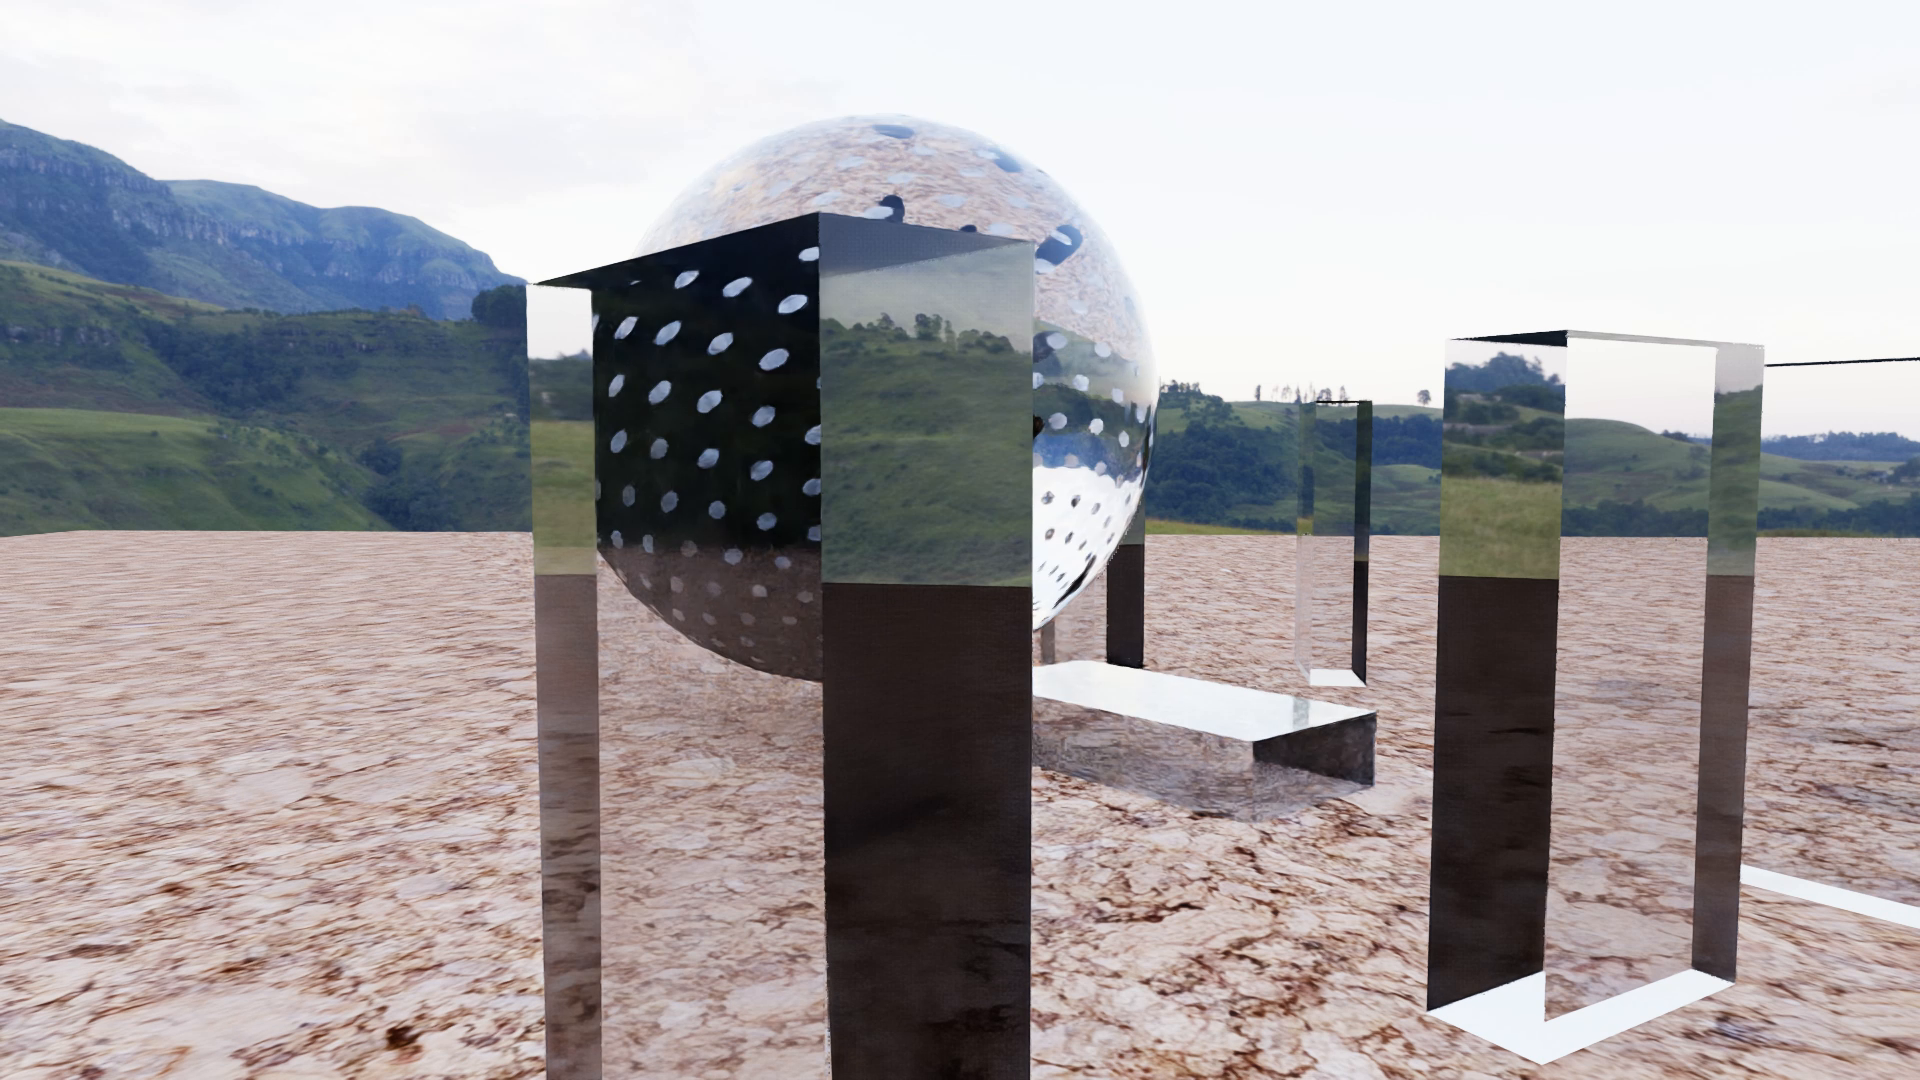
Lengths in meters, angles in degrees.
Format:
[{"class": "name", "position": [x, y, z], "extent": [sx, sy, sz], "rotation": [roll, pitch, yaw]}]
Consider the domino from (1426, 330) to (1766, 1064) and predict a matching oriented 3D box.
[{"class": "domino", "position": [0.048, 0.010, 0.097], "extent": [0.025, 0.050, 0.009], "rotation": [-3, 5, -32]}]

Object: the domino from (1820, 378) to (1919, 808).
[{"class": "domino", "position": [0.117, 0.006, 0.150], "extent": [0.025, 0.050, 0.010], "rotation": [4, 6, 45]}]

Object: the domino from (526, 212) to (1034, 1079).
[{"class": "domino", "position": [-0.009, 0.013, 0.056], "extent": [0.010, 0.050, 0.025], "rotation": [-4, 6, -39]}]

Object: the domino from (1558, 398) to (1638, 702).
[{"class": "domino", "position": [0.111, 0.001, 0.222], "extent": [0.009, 0.050, 0.025], "rotation": [2, 5, 29]}]

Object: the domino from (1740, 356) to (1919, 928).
[{"class": "domino", "position": [0.083, 0.009, 0.121], "extent": [0.010, 0.050, 0.025], "rotation": [-3, 5, -36]}]

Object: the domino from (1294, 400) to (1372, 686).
[{"class": "domino", "position": [0.068, 0.000, 0.236], "extent": [0.009, 0.050, 0.025], "rotation": [1, 4, 8]}]

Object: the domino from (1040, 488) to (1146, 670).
[{"class": "domino", "position": [0.024, 0.000, 0.234], "extent": [0.010, 0.050, 0.025], "rotation": [-1, 5, -18]}]

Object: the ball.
[{"class": "ball", "position": [-0.012, -0.020, 0.186], "extent": [0.080, 0.080, 0.080], "rotation": [0, 4, 0]}]

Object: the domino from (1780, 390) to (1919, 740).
[{"class": "domino", "position": [0.137, 0.003, 0.189], "extent": [0.025, 0.050, 0.010], "rotation": [0, 4, -3]}]

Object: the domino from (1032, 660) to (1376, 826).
[{"class": "domino", "position": [0.026, 0.025, 0.170], "extent": [0.025, 0.009, 0.050], "rotation": [-4, 6, -41]}]
